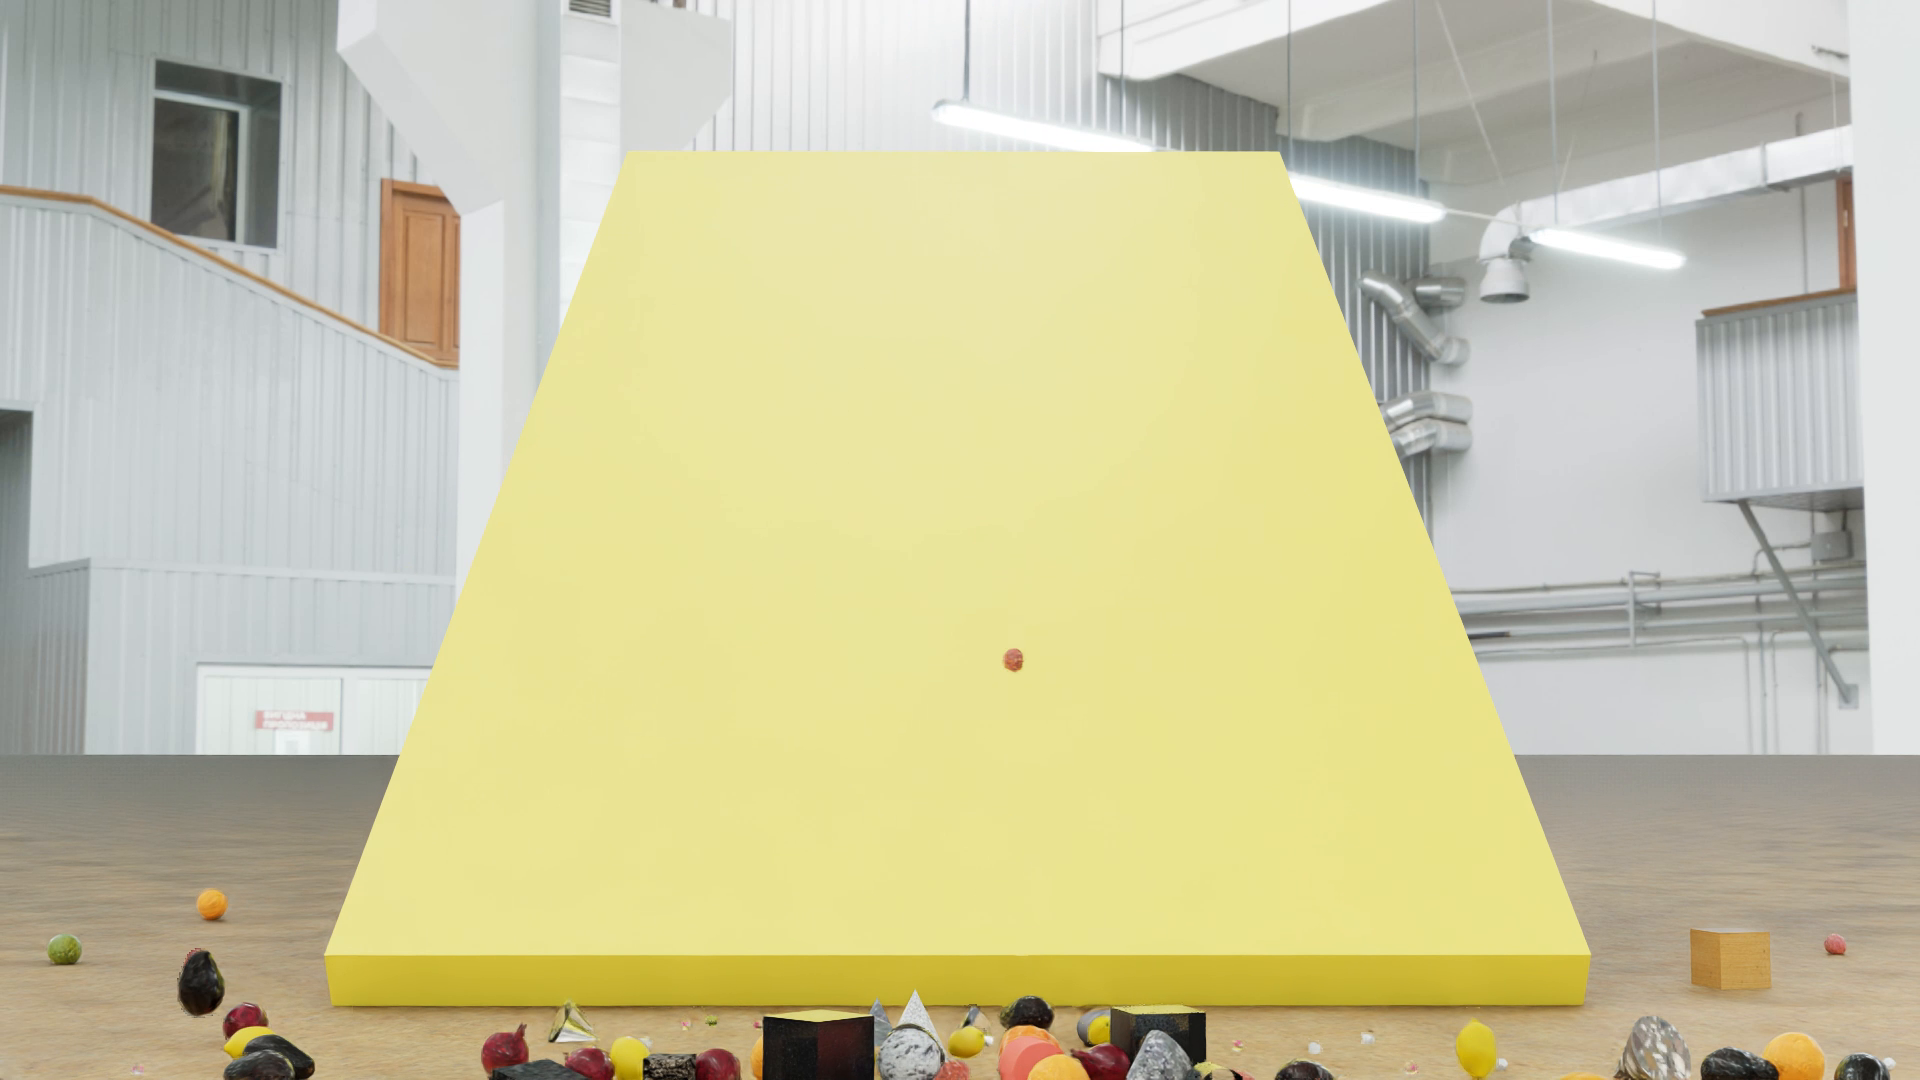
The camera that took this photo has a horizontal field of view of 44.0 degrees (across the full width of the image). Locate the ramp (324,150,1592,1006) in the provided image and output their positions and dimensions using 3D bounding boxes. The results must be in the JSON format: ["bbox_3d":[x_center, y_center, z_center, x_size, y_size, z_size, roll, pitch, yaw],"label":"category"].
[{"bbox_3d":[-0.011,-0.225,5.552,2.000,0.100,4.000,0,28,0],"label":"ramp"}]

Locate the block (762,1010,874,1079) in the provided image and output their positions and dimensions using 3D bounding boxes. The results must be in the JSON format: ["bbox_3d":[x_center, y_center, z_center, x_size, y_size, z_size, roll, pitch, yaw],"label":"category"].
[{"bbox_3d":[-0.168,0.611,2.820,0.093,0.093,0.093,-5,-7,43],"label":"block"}]

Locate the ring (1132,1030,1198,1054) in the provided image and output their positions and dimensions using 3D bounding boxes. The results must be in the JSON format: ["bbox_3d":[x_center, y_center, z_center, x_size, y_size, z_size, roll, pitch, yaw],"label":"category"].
[{"bbox_3d":[0.275,0.677,3.202,0.089,0.030,0.089,1,-6,0],"label":"ring"}]

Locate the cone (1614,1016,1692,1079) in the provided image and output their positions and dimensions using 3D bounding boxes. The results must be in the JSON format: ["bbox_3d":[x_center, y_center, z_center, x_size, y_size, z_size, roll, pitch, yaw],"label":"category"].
[{"bbox_3d":[0.836,0.648,2.938,0.091,0.091,0.091,3,-32,-30],"label":"cone"}]

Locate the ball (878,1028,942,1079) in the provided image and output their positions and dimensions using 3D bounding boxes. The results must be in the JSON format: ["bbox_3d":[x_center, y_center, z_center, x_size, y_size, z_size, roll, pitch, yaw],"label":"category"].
[{"bbox_3d":[-0.060,0.621,2.833,0.076,0.076,0.076,0,-5,0],"label":"ball"}]

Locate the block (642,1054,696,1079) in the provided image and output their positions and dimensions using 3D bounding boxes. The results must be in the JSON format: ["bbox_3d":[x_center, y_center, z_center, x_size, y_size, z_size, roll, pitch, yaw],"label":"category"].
[{"bbox_3d":[-0.337,0.627,2.764,0.053,0.053,0.053,0,-5,4],"label":"block"}]

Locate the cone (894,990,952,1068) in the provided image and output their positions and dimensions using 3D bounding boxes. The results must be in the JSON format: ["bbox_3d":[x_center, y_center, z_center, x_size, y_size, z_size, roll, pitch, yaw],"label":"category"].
[{"bbox_3d":[-0.059,0.635,3.105,0.096,0.096,0.096,0,-5,0],"label":"cone"}]

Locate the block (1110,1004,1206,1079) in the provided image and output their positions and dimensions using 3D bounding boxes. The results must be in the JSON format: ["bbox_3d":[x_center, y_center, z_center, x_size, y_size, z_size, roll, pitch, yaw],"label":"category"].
[{"bbox_3d":[0.242,0.620,2.910,0.091,0.091,0.091,1,-5,-15],"label":"block"}]

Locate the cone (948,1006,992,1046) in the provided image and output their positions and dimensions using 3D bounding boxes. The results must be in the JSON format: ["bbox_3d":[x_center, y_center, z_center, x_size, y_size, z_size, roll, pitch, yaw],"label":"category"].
[{"bbox_3d":[0.006,0.688,3.309,0.057,0.057,0.057,-31,-17,20],"label":"cone"}]

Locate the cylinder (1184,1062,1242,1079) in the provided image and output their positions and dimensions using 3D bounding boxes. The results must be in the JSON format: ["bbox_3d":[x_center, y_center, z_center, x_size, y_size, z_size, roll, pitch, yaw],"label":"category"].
[{"bbox_3d":[0.286,0.616,2.665,0.056,0.056,0.056,1,-5,-12],"label":"cylinder"}]

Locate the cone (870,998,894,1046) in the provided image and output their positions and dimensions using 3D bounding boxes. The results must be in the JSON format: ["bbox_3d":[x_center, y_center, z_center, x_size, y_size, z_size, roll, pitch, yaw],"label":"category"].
[{"bbox_3d":[-0.115,0.670,3.322,0.064,0.064,0.064,0,-5,0],"label":"cone"}]

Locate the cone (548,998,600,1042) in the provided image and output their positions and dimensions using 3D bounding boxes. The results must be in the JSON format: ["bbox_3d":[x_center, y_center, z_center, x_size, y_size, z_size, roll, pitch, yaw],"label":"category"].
[{"bbox_3d":[-0.533,0.689,3.344,0.066,0.066,0.066,29,-13,-14],"label":"cone"}]

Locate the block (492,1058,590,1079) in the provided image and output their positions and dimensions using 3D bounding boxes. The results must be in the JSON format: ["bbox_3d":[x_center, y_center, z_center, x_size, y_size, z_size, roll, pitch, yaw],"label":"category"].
[{"bbox_3d":[-0.417,0.570,2.365,0.076,0.076,0.076,15,6,34],"label":"block"}]

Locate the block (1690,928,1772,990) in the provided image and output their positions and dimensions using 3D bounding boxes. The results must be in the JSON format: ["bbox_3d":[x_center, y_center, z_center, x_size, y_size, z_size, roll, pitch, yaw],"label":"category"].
[{"bbox_3d":[1.334,0.724,4.120,0.095,0.095,0.095,1,-5,-14],"label":"block"}]

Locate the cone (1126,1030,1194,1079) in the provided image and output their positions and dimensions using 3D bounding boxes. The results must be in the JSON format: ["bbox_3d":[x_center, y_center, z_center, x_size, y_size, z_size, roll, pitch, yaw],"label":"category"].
[{"bbox_3d":[0.208,0.628,2.720,0.097,0.097,0.097,-27,8,-27],"label":"cone"}]

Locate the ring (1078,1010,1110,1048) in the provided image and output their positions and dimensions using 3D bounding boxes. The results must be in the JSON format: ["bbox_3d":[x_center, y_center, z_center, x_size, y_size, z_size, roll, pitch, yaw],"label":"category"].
[{"bbox_3d":[0.228,0.678,3.299,0.133,0.044,0.133,1,-6,0],"label":"ring"}]
